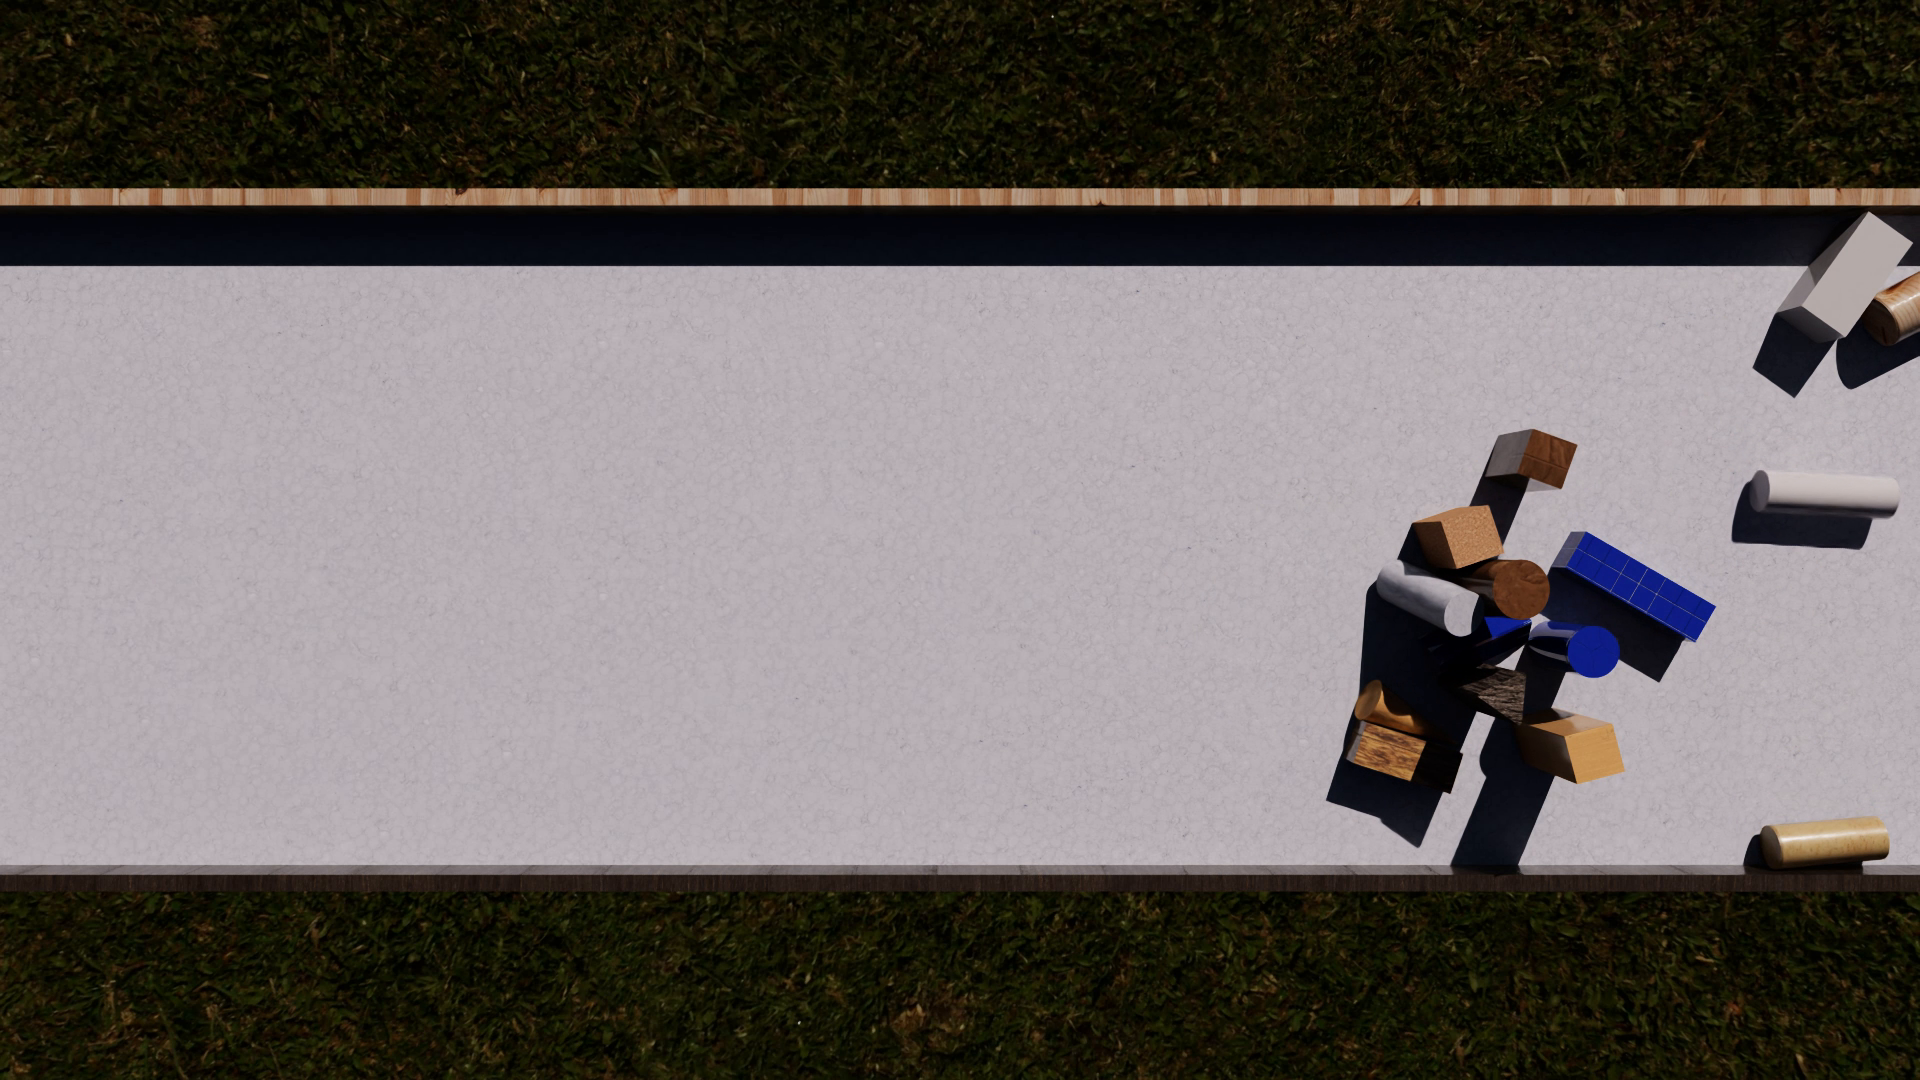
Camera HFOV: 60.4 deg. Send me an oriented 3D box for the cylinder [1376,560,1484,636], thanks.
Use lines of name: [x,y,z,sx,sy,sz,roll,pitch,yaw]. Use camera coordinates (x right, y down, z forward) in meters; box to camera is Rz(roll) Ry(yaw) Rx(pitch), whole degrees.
cylinder: [1.389,0.169,4.887,0.135,0.356,0.135,-5,106,-18]

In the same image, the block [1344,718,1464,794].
block: [1.346,0.655,5.012,0.306,0.128,0.128,18,90,0]

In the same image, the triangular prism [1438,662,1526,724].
triangular prism: [1.566,0.430,4.875,0.147,0.402,0.128,36,90,0]

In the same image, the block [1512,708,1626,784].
block: [1.779,0.600,4.849,0.139,0.455,0.139,-15,90,0]

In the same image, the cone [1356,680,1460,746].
cone: [1.392,0.560,5.043,0.345,0.135,0.135,27,90,-11]

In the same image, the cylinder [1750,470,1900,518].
cylinder: [2.625,-0.140,5.013,0.391,0.128,0.128,3,90,0]

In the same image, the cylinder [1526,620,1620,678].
cylinder: [1.820,0.322,4.907,0.150,0.338,0.150,0,90,0]

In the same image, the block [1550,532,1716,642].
block: [2.044,0.141,5.013,0.450,0.126,0.126,30,90,0]

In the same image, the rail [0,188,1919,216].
rail: [-2.247,-1.025,5.002,12.000,0.150,0.050,0,90,0]

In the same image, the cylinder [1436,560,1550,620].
cylinder: [1.560,0.142,4.866,0.172,0.400,0.172,0,90,-8]

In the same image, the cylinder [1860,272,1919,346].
cylinder: [2.959,-0.749,4.995,0.396,0.163,0.163,-27,90,0]

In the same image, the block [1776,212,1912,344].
block: [2.674,-0.792,4.996,0.161,0.161,0.345,36,90,0]

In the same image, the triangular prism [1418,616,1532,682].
triangular prism: [1.576,0.305,5.010,0.305,0.125,0.145,-24,90,0]

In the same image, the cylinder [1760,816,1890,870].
cylinder: [2.624,0.919,5.011,0.326,0.133,0.133,-5,90,0]

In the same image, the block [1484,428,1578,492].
block: [1.698,-0.235,4.922,0.137,0.308,0.137,20,90,0]

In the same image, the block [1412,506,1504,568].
block: [1.484,-0.008,4.924,0.146,0.305,0.146,-19,90,0]

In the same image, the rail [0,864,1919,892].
rail: [-2.247,1.025,5.001,12.000,0.150,0.050,0,90,0]
